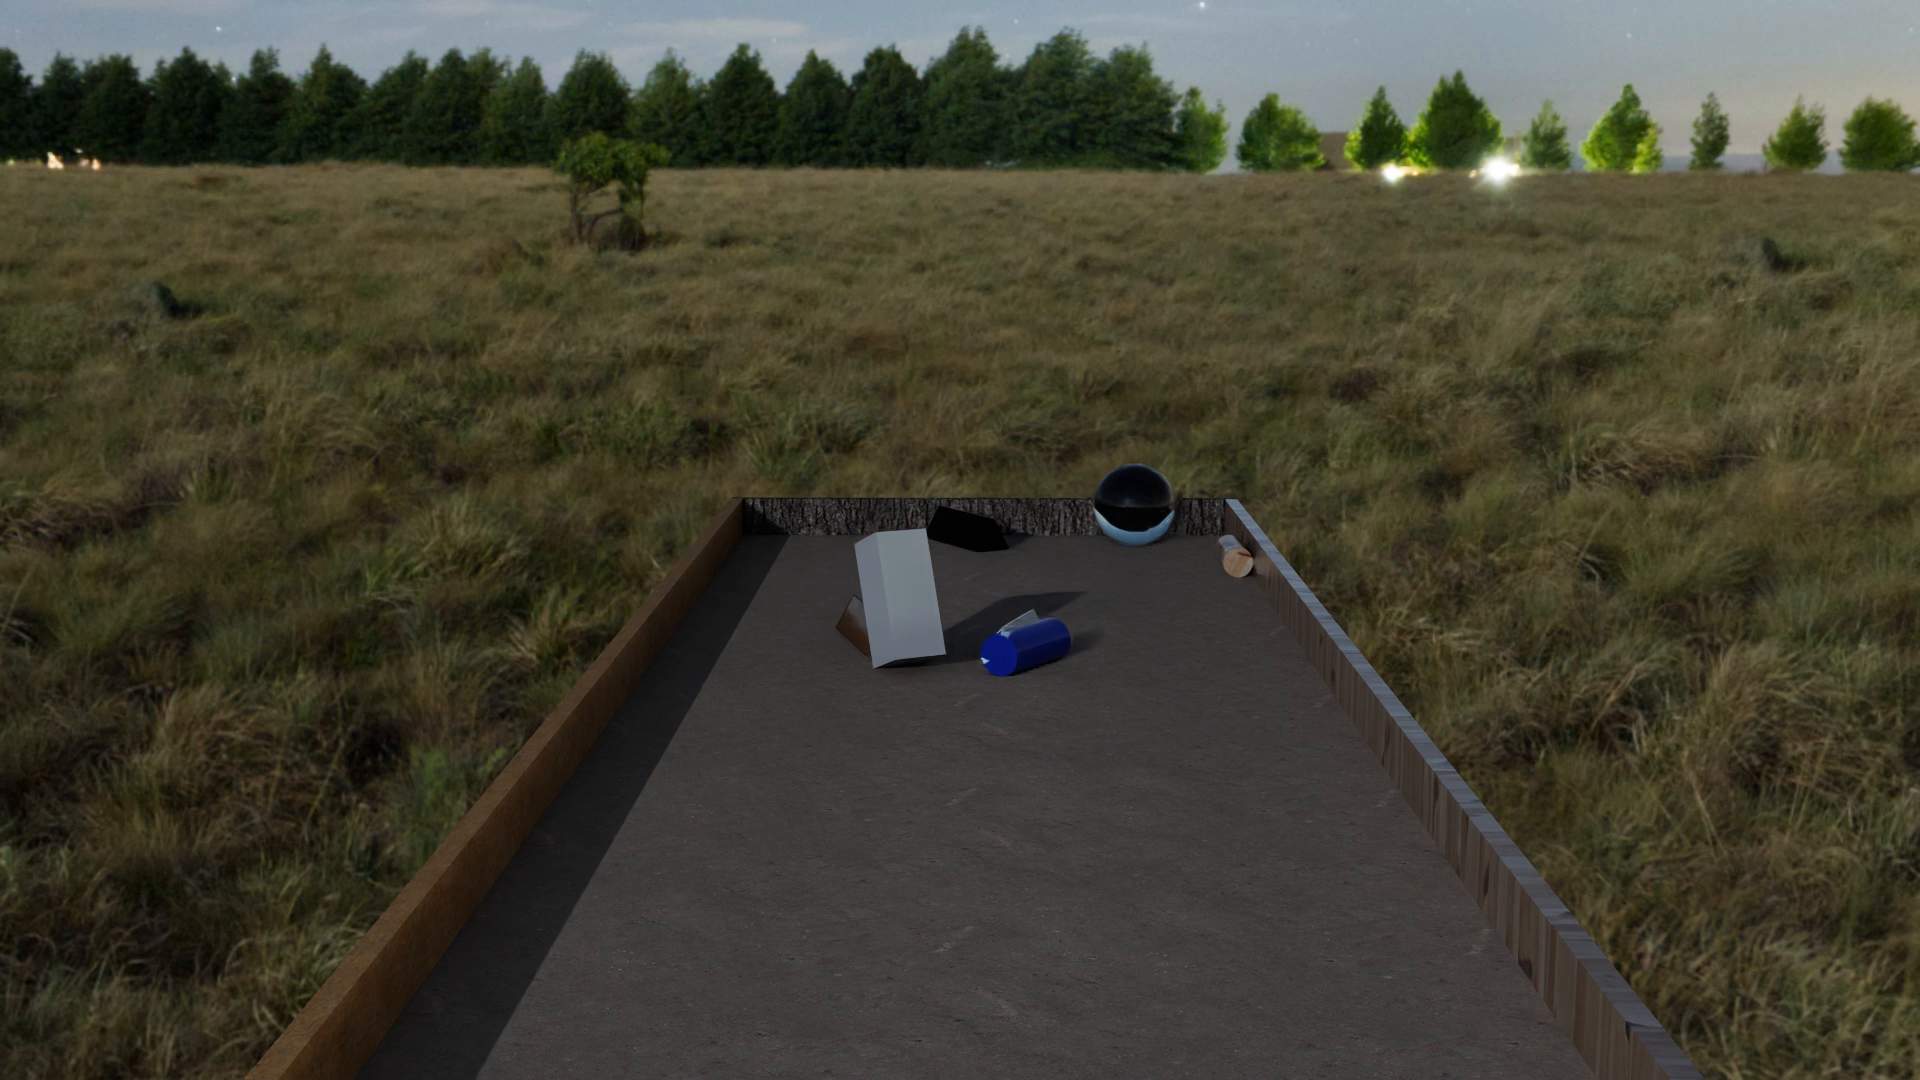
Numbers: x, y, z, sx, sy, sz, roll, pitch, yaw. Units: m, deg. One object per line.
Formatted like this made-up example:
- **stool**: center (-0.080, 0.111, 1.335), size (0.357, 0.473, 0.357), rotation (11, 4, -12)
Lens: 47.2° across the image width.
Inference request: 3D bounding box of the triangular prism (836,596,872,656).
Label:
- **triangular prism**: center (-0.287, 0.265, 6.971), size (0.125, 0.108, 0.444), rotation (-3, 9, -15)

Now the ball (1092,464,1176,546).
- **ball**: center (0.701, -0.141, 8.837), size (0.333, 0.333, 0.333), rotation (0, 9, 0)

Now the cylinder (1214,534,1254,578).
- **cylinder**: center (1.031, 0.059, 8.284), size (0.111, 0.111, 0.311), rotation (0, 9, 1)

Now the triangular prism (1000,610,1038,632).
- **triangular prism**: center (0.181, 0.287, 6.906), size (0.100, 0.086, 0.314), rotation (4, 10, 19)

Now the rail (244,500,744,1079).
- **rail**: center (-1.004, 0.839, 3.234), size (0.050, 0.150, 12.000), rotation (0, 9, 1)

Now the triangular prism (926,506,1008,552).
- **triangular prism**: center (0.024, -0.052, 8.904), size (0.148, 0.128, 0.429), rotation (-5, 10, -30)

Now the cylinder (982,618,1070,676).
- **cylinder**: center (0.199, 0.319, 6.592), size (0.127, 0.127, 0.303), rotation (6, 11, 33)

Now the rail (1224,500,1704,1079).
- **rail**: center (1.046, 0.843, 3.208), size (0.050, 0.150, 12.000), rotation (0, 9, 1)

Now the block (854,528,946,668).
- **block**: center (-0.180, 0.175, 6.575), size (0.165, 0.383, 0.165), rotation (-5, -10, -27)

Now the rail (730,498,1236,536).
- **rail**: center (0.099, -0.098, 9.147), size (2.100, 0.150, 0.050), rotation (0, 9, 1)
